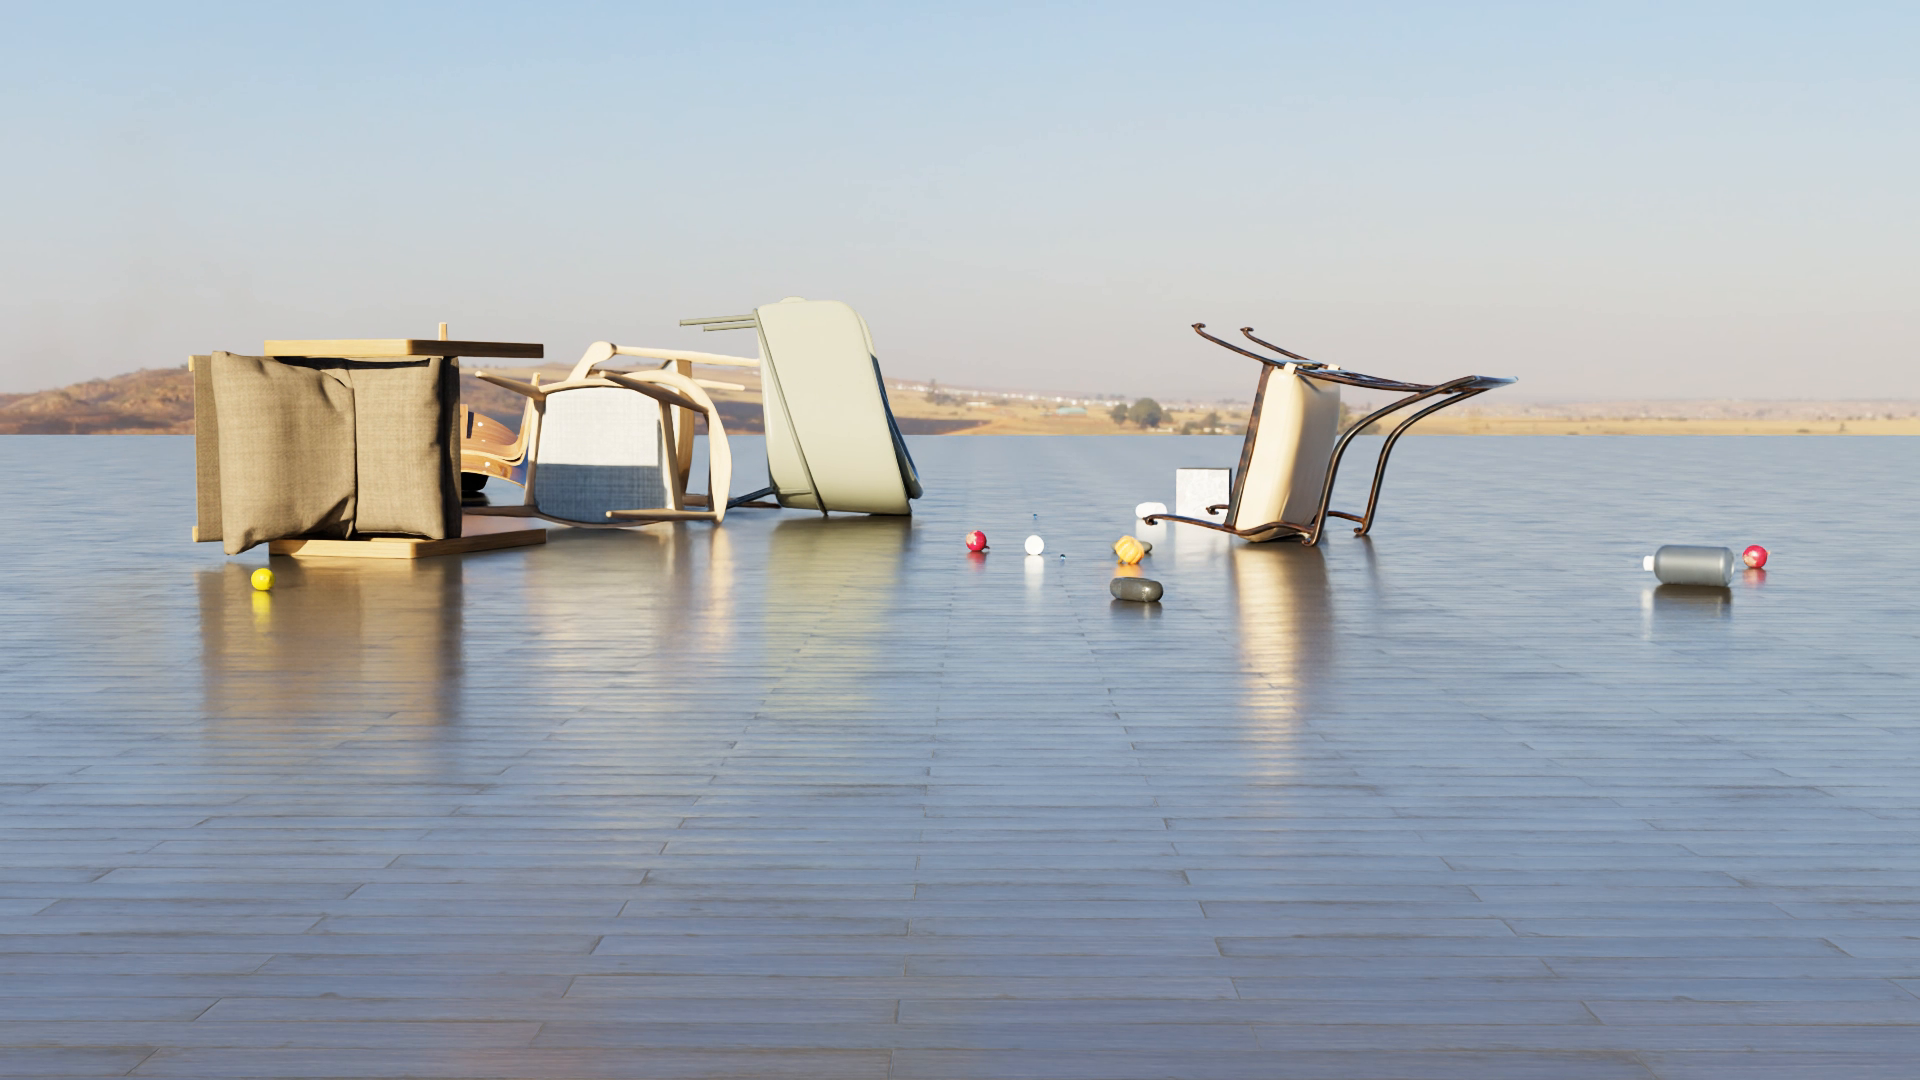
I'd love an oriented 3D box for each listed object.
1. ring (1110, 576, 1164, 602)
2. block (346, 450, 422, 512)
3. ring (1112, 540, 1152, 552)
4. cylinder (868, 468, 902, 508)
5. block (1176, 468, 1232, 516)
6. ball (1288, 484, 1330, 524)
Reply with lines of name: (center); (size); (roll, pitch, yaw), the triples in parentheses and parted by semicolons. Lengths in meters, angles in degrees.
ring: (0.376, 0.105, 4.692); (0.083, 0.046, 0.145); (-1, 5, -38)
block: (-2.128, -0.218, 8.125); (0.265, 0.219, 0.173); (-1, 4, -15)
ring: (0.474, 0.018, 6.077); (0.122, 0.029, 0.089); (3, 6, 34)
cylinder: (-0.282, -0.197, 8.334); (0.128, 0.148, 0.180); (-1, 4, -17)
block: (0.878, -0.174, 7.891); (0.183, 0.163, 0.247); (1, 4, 10)
ball: (1.154, -0.117, 7.272); (0.134, 0.134, 0.134); (0, 4, 0)
